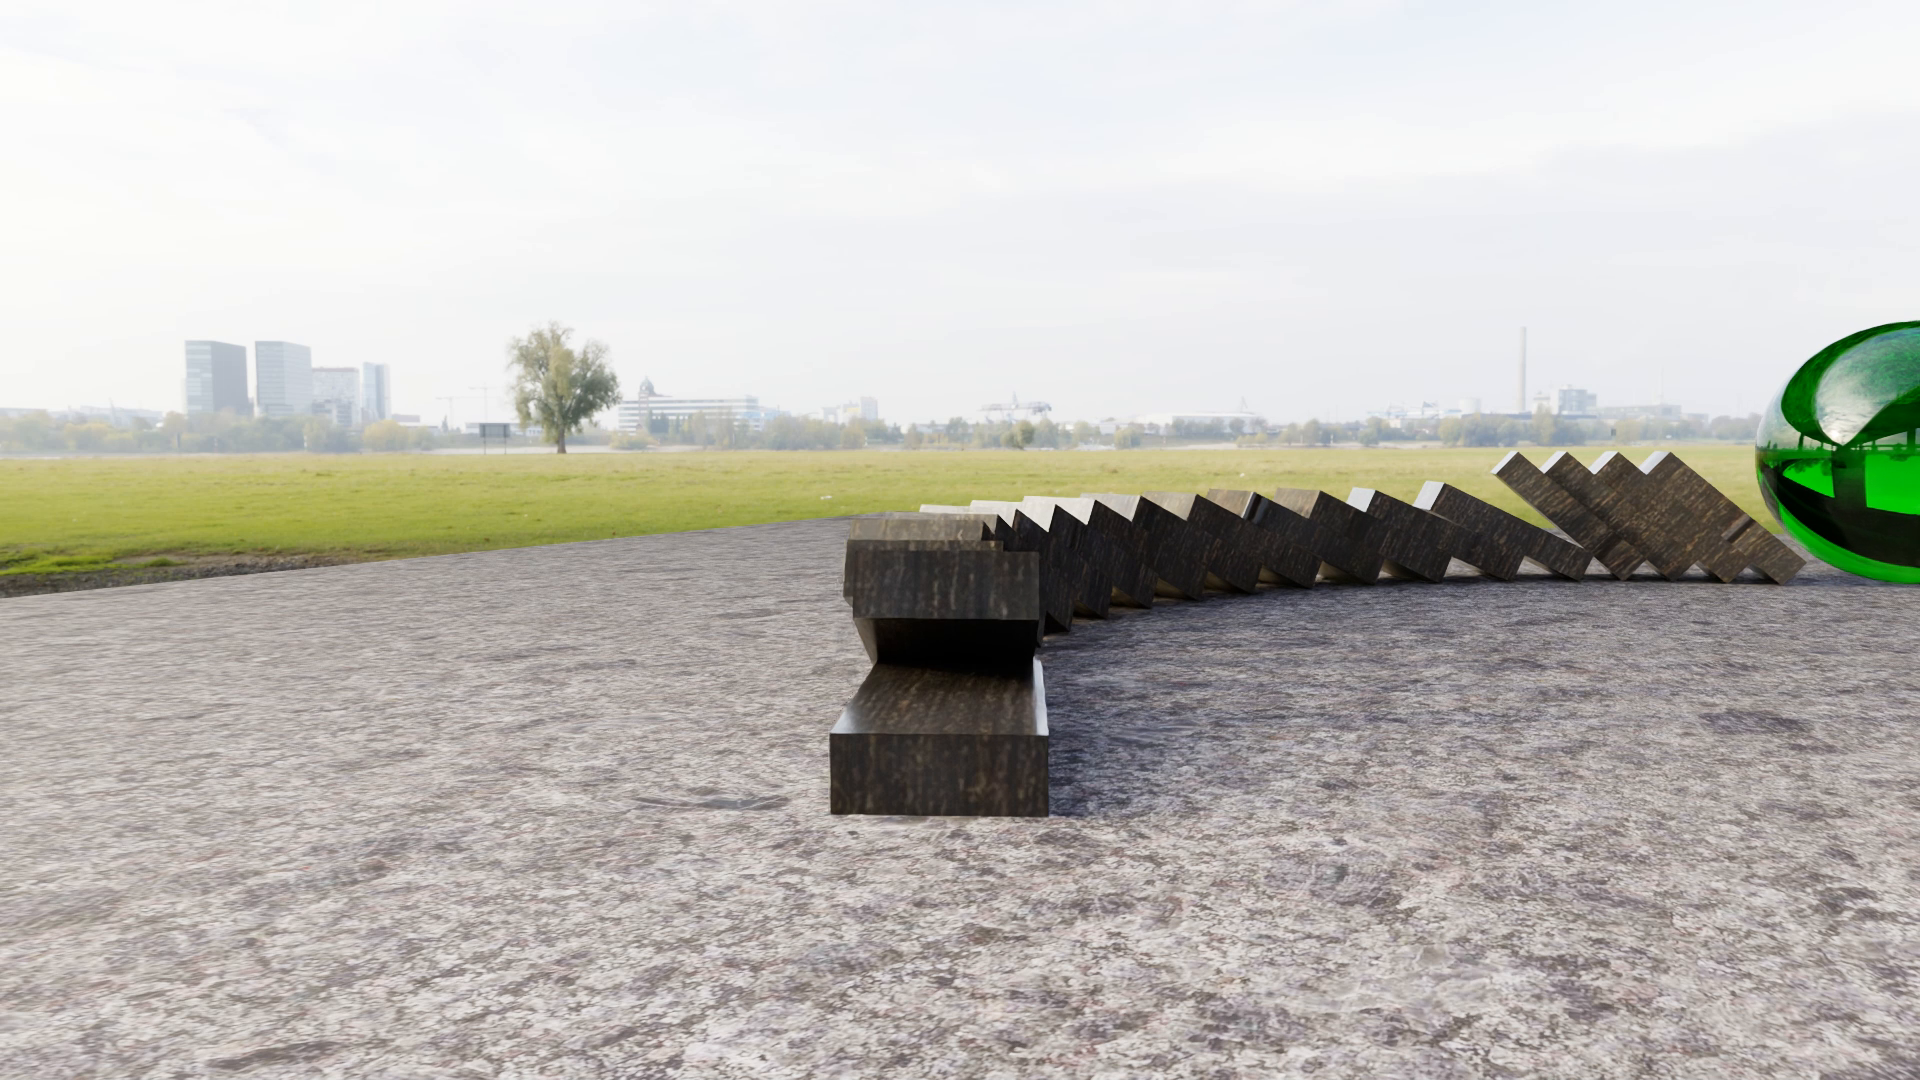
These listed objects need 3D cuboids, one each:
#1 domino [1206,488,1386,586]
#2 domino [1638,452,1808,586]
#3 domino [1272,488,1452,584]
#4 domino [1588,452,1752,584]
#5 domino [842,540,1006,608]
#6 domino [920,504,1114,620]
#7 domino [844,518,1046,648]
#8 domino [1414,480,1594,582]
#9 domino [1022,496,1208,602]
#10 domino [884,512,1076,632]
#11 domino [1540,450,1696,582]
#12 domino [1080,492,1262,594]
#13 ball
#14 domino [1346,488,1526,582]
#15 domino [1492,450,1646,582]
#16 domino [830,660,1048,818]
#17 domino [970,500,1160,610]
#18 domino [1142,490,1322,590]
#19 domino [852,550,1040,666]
[{"bbox_3d":[0.100,-0.001,0.388,0.050,0.010,0.025,24,-4,-19],"label":"domino"},{"bbox_3d":[0.236,-0.008,0.400,0.050,0.010,0.025,44,16,11],"label":"domino"},{"bbox_3d":[0.123,-0.002,0.396,0.050,0.009,0.025,24,-2,-16],"label":"domino"},{"bbox_3d":[0.222,-0.008,0.405,0.050,0.009,0.025,44,16,11],"label":"domino"},{"bbox_3d":[-0.003,0.012,0.225,0.025,0.010,0.050,1,-17,8],"label":"domino"},{"bbox_3d":[0.013,0.006,0.299,0.025,0.009,0.050,3,-19,34],"label":"domino"},{"bbox_3d":[-0.001,0.009,0.251,0.025,0.010,0.050,1,-19,18],"label":"domino"},{"bbox_3d":[0.172,-0.003,0.409,0.050,0.009,0.025,27,7,5],"label":"domino"},{"bbox_3d":[0.041,0.003,0.342,0.050,0.010,0.025,28,-15,-39],"label":"domino"},{"bbox_3d":[0.005,0.008,0.275,0.025,0.009,0.050,2,-19,25],"label":"domino"},{"bbox_3d":[0.209,-0.008,0.410,0.050,0.009,0.025,44,16,11],"label":"domino"},{"bbox_3d":[0.058,0.001,0.360,0.050,0.009,0.025,26,-10,-32],"label":"domino"},{"bbox_3d":[0.288,-0.027,0.390,0.080,0.080,0.080,0,4,0],"label":"ball"},{"bbox_3d":[0.149,-0.002,0.406,0.050,0.010,0.025,23,5,0],"label":"domino"},{"bbox_3d":[0.194,-0.008,0.412,0.050,0.010,0.025,44,16,11],"label":"domino"},{"bbox_3d":[-0.001,0.025,0.171,0.025,0.010,0.050,0,4,3],"label":"domino"},{"bbox_3d":[0.026,0.004,0.321,0.025,0.010,0.050,4,-18,40],"label":"domino"},{"bbox_3d":[0.078,0.000,0.375,0.050,0.009,0.025,24,-7,-26],"label":"domino"},{"bbox_3d":[-0.001,0.014,0.197,0.025,0.010,0.050,1,-18,2],"label":"domino"}]
